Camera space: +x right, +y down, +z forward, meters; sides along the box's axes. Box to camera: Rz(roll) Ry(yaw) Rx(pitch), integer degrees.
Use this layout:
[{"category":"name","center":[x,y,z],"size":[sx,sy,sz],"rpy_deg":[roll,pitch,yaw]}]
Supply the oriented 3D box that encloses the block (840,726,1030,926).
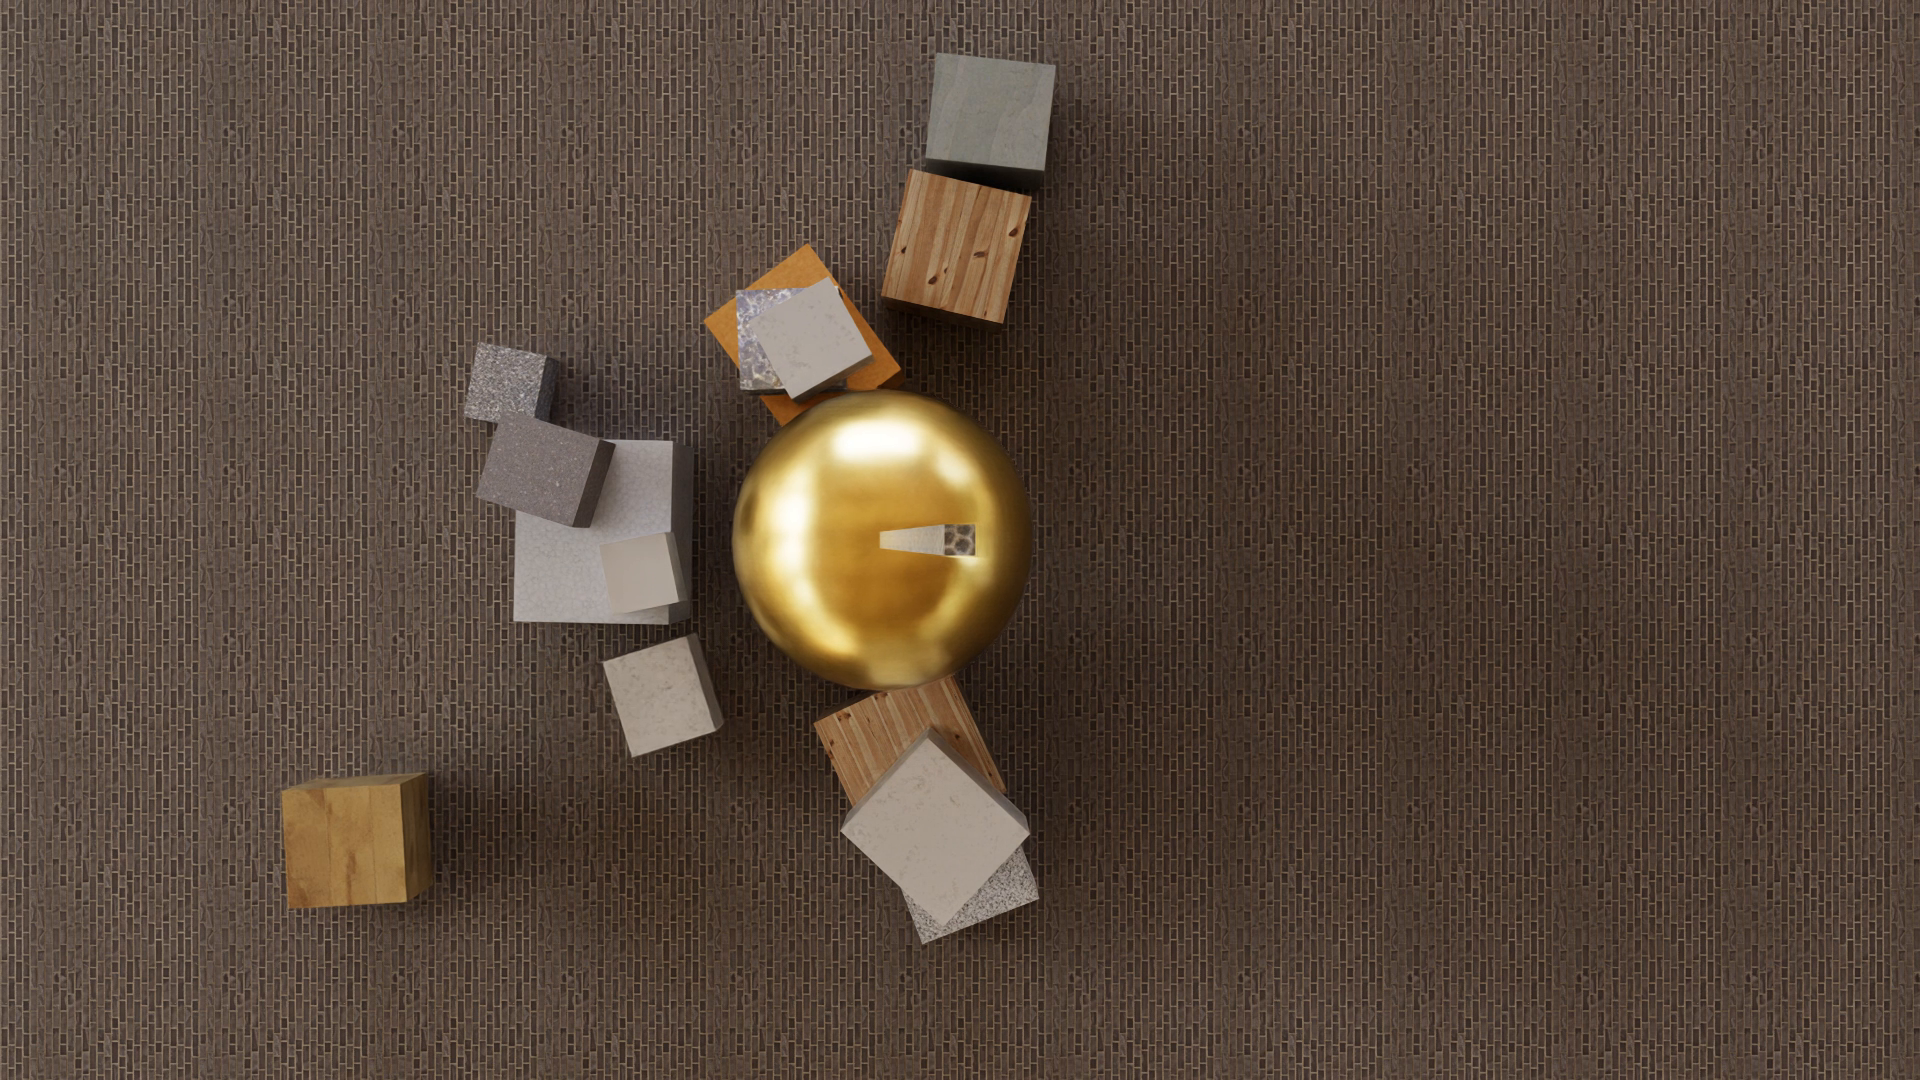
[{"category":"block","center":[-0.128,1.509,11.721],"size":[0.726,0.748,0.657],"rpy_deg":[43,90,0]}]

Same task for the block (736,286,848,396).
[{"category":"block","center":[-0.901,-1.064,11.844],"size":[0.540,0.499,0.525],"rpy_deg":[-3,90,0]}]

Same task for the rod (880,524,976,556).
[{"category":"rod","center":[-0.177,0.000,8.245],"size":[0.080,5.200,0.080],"rpy_deg":[0,90,-4]}]

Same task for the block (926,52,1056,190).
[{"category":"block","center":[0.171,-2.394,12.645],"size":[0.669,0.710,0.592],"rpy_deg":[6,90,0]}]

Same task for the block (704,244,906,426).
[{"category":"block","center":[-0.867,-1.073,12.547],"size":[0.716,0.906,0.865],"rpy_deg":[-37,90,0]}]

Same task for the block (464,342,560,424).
[{"category":"block","center":[-2.603,-0.880,12.786],"size":[0.397,0.428,0.435],"rpy_deg":[11,90,0]}]

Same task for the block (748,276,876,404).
[{"category":"block","center":[-0.760,-1.024,11.365],"size":[0.469,0.459,0.451],"rpy_deg":[-29,90,0]}]

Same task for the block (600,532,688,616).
[{"category":"block","center":[-1.700,0.179,11.832],"size":[0.356,0.376,0.379],"rpy_deg":[-12,90,0]}]

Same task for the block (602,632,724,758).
[{"category":"block","center":[-1.706,0.886,12.694],"size":[0.492,0.597,0.562],"rpy_deg":[-17,90,-2]}]

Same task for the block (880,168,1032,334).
[{"category":"block","center":[-0.020,-1.649,12.670],"size":[0.703,0.661,0.730],"rpy_deg":[13,90,0]}]

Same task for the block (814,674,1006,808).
[{"category":"block","center":[-0.274,1.195,12.548],"size":[0.805,0.905,0.792],"rpy_deg":[-25,90,0]}]

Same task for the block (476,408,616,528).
[{"category":"block","center":[-2.204,-0.375,11.744],"size":[0.530,0.551,0.481],"rpy_deg":[18,90,0]}]

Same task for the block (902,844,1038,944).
[{"category":"block","center":[0.006,1.866,12.705],"size":[0.707,0.591,0.615],"rpy_deg":[-21,90,0]}]

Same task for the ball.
[{"category":"ball","center":[-0.407,0.000,11.637],"size":[1.600,1.600,1.600],"rpy_deg":[0,90,0]}]

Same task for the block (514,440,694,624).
[{"category":"block","center":[-2.005,-0.049,12.510],"size":[0.847,0.980,1.004],"rpy_deg":[1,90,0]}]

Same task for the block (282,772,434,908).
[{"category":"block","center":[-3.467,1.725,12.689],"size":[0.668,0.623,0.665],"rpy_deg":[-3,90,0]}]
